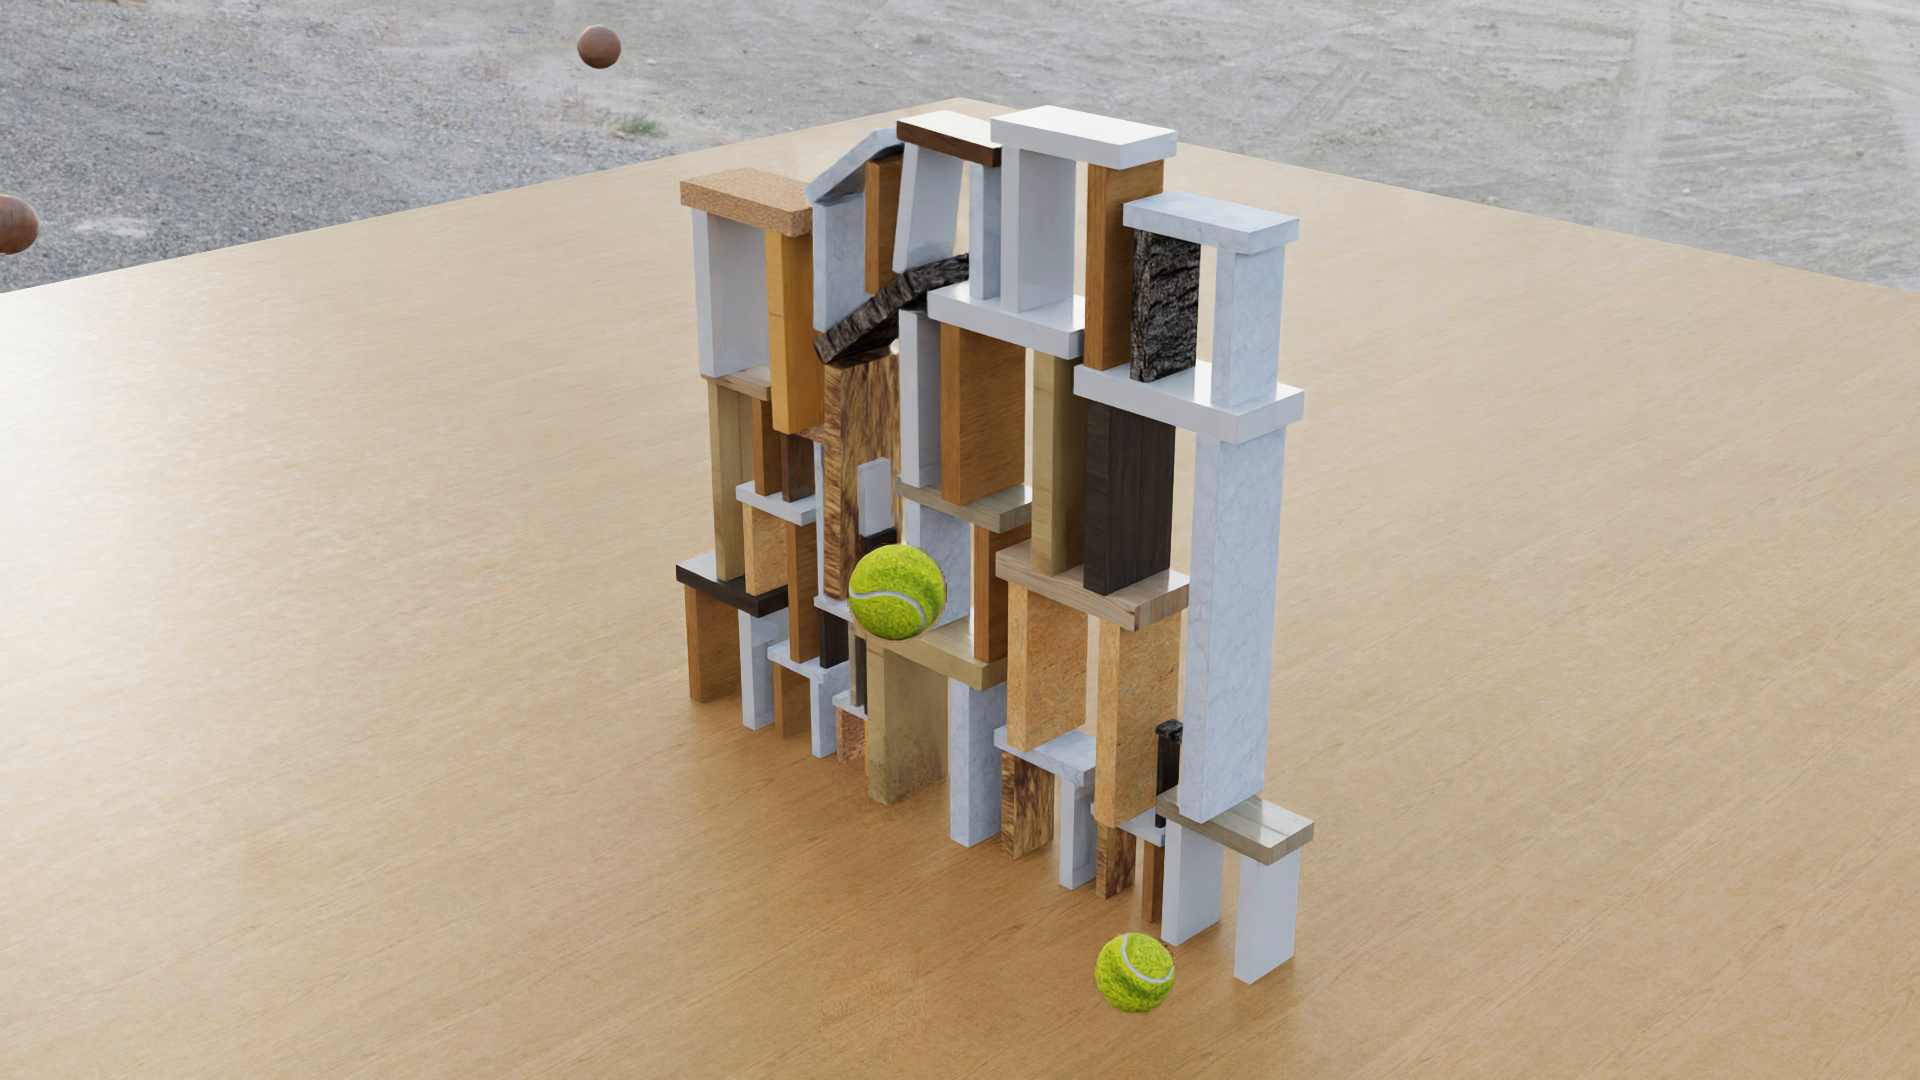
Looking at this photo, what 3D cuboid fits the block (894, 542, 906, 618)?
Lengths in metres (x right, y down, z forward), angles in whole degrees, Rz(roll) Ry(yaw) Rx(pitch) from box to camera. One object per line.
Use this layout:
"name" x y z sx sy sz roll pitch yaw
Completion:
"block" -0.098 0.074 4.359 0.021 0.145 0.072 21 31 41

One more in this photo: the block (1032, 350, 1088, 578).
"block" 0.206 -0.155 3.926 0.172 0.416 0.049 -21 31 -40

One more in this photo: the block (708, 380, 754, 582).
"block" -0.478 -0.136 4.692 0.030 0.451 0.107 21 31 41

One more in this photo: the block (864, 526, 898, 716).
"block" -0.161 0.168 4.467 0.072 0.403 0.021 -22 33 -40

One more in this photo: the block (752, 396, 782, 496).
"block" -0.377 -0.206 4.554 0.030 0.213 0.107 21 31 41

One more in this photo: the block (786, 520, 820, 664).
"block" -0.311 0.095 4.600 0.104 0.320 0.029 -21 31 -41

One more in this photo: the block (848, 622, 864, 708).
"block" -0.198 0.246 4.552 0.019 0.192 0.068 21 31 40

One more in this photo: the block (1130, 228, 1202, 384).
"block" 0.344 -0.403 3.675 0.130 0.259 0.037 -21 31 -41

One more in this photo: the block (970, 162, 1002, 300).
"block" 0.072 -0.559 3.908 0.122 0.244 0.035 -21 31 -40

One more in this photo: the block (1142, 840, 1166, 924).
"block" 0.377 0.618 4.084 0.024 0.171 0.086 21 31 41

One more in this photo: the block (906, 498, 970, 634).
"block" -0.042 0.033 4.288 0.039 0.276 0.138 21 31 41

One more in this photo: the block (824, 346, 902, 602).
"block" -0.192 -0.131 4.376 0.048 0.490 0.170 23 32 39

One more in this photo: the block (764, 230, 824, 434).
"block" -0.297 -0.429 4.363 0.173 0.409 0.049 -21 31 -40

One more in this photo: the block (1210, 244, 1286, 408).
"block" 0.466 -0.355 3.562 0.037 0.259 0.130 21 31 41

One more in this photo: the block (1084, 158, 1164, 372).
"block" 0.277 -0.473 3.722 0.146 0.351 0.041 -21 31 -41

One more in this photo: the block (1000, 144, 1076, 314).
"block" 0.137 -0.554 3.835 0.041 0.292 0.146 21 31 40

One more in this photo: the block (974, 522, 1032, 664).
"block" 0.089 0.084 4.168 0.138 0.276 0.039 -21 31 -41

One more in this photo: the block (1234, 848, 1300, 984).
"block" 0.546 0.650 3.905 0.036 0.254 0.127 21 31 41

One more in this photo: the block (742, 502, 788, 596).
"block" -0.409 0.006 4.669 0.029 0.208 0.104 21 31 41

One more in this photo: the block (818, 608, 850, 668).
"block" -0.263 0.196 4.599 0.019 0.136 0.068 21 31 41

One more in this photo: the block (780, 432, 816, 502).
"block" -0.330 -0.163 4.521 0.022 0.158 0.079 21 31 41

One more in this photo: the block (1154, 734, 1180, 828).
"block" 0.378 0.433 4.001 0.013 0.188 0.047 21 31 40

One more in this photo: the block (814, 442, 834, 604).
"block" -0.256 -0.044 4.490 0.079 0.353 0.022 -21 31 -40

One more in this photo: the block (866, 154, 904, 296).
"block" -0.118 -0.590 4.103 0.125 0.250 0.035 -21 33 -40

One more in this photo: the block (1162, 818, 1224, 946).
"block" 0.427 0.603 4.015 0.036 0.254 0.127 21 31 41

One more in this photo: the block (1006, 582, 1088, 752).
"block" 0.166 0.215 4.142 0.169 0.338 0.048 -21 31 -40

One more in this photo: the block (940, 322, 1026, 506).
"block" 0.044 -0.251 4.063 0.172 0.345 0.049 -21 31 -40

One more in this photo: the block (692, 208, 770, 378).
"block" -0.458 -0.522 4.502 0.173 0.346 0.049 -21 31 -41

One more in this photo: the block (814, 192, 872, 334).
"block" -0.224 -0.535 4.244 0.035 0.250 0.125 23 32 39

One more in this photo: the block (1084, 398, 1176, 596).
"block" 0.299 -0.096 3.864 0.177 0.355 0.050 -21 31 -40

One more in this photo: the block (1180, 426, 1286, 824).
"block" 0.467 0.136 3.781 0.177 0.716 0.050 -21 31 -41

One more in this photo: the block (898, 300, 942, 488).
"block" -0.035 -0.284 4.145 0.170 0.340 0.048 -21 30 -41

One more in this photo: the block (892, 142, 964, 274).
"block" -0.057 -0.615 4.027 0.122 0.249 0.035 -21 40 -40

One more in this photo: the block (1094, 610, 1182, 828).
"block" 0.324 0.310 4.008 0.169 0.408 0.048 -21 31 -40
